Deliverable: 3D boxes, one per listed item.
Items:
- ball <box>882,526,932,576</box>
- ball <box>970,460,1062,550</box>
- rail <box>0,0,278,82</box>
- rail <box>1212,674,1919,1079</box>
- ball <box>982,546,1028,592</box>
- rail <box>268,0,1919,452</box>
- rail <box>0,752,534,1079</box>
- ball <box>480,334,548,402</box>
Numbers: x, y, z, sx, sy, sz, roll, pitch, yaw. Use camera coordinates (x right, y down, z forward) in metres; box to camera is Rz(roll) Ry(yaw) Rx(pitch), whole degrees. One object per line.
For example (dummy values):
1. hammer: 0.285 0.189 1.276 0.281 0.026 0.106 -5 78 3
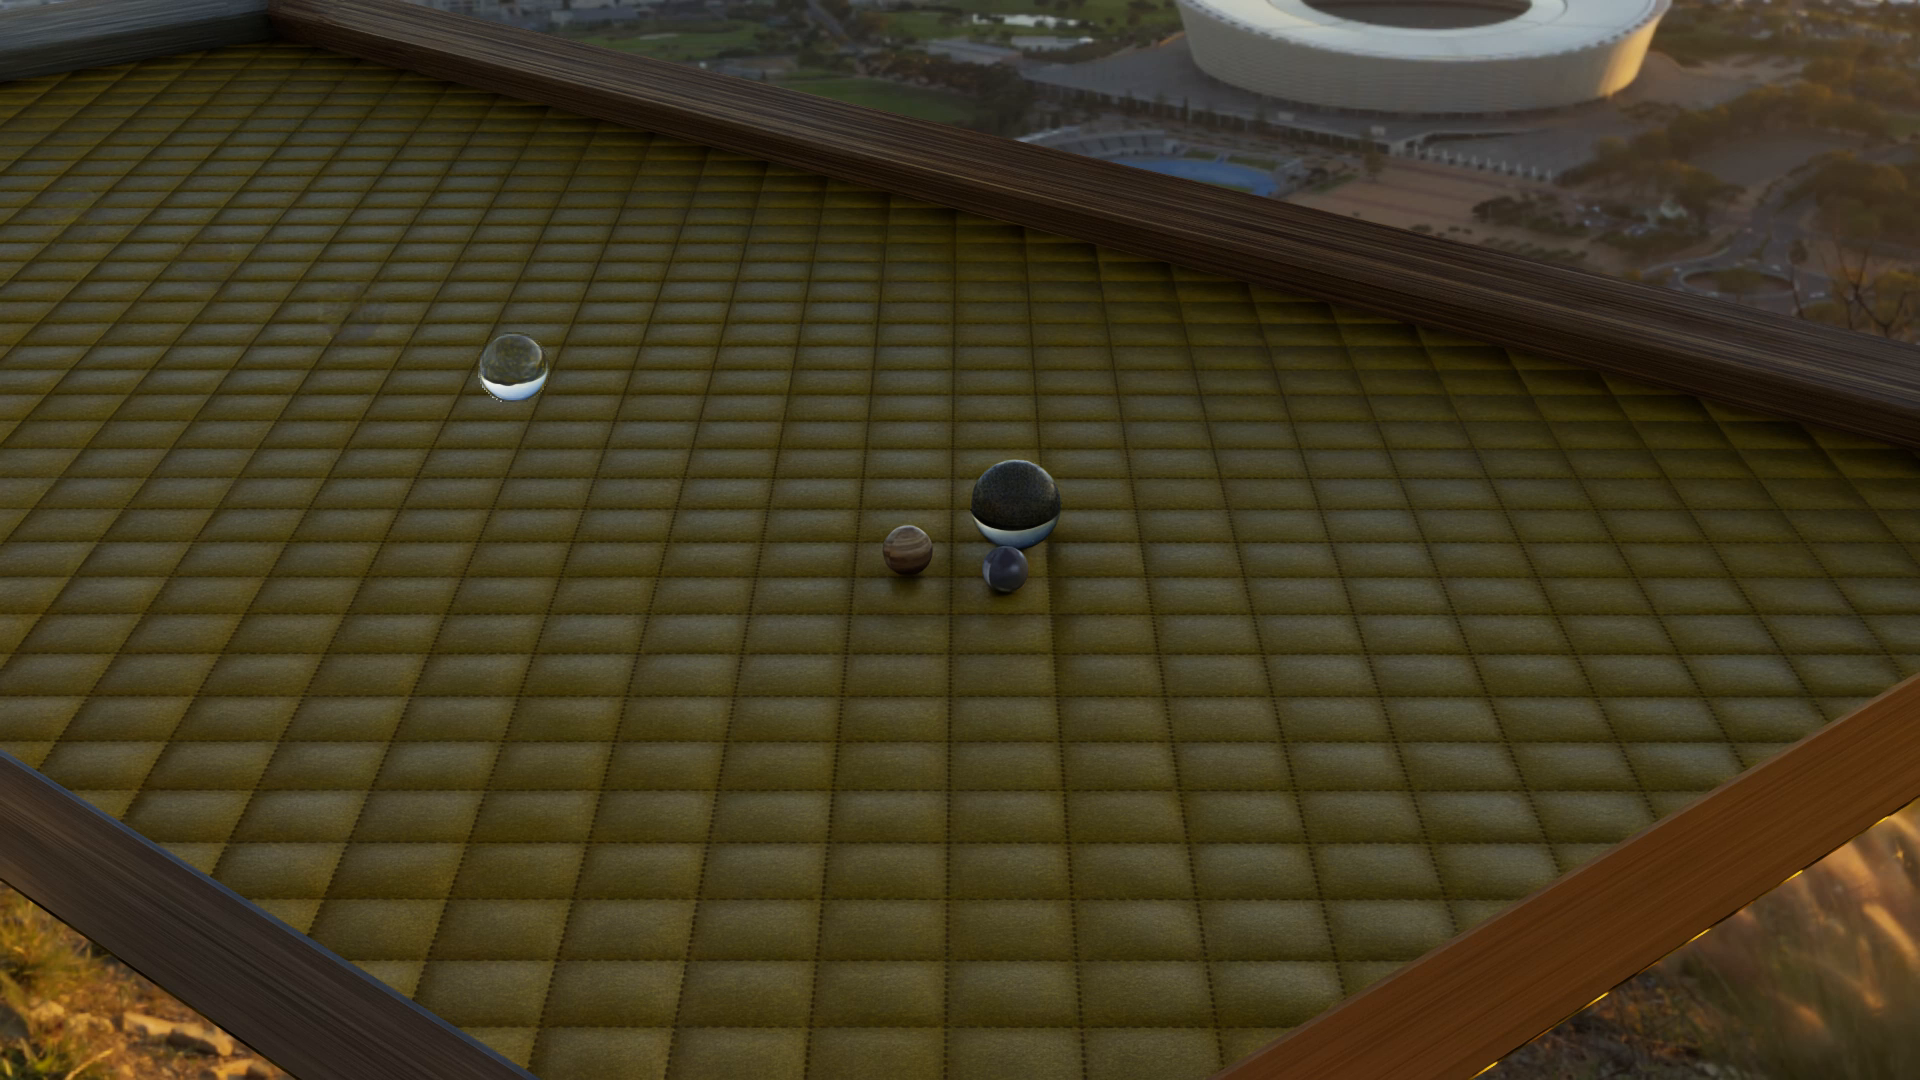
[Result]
1. ball: -0.047 0.009 2.661 0.046 0.046 0.046 0 21 0
2. ball: 0.052 -0.033 2.719 0.084 0.084 0.084 0 21 0
3. rail: -1.787 -0.665 4.334 1.837 0.109 0.045 -20 28 -41
4. rail: 0.584 0.184 2.113 1.837 0.109 0.045 -20 28 -41
5. ball: 0.041 0.026 2.623 0.042 0.042 0.042 0 21 0
6. rail: 0.032 -0.466 3.814 0.045 0.109 3.406 -20 28 -41
7. rail: -1.235 -0.015 2.634 0.045 0.109 3.406 -20 28 -41
8. ball: -0.475 -0.184 3.129 0.072 0.072 0.072 0 21 0
